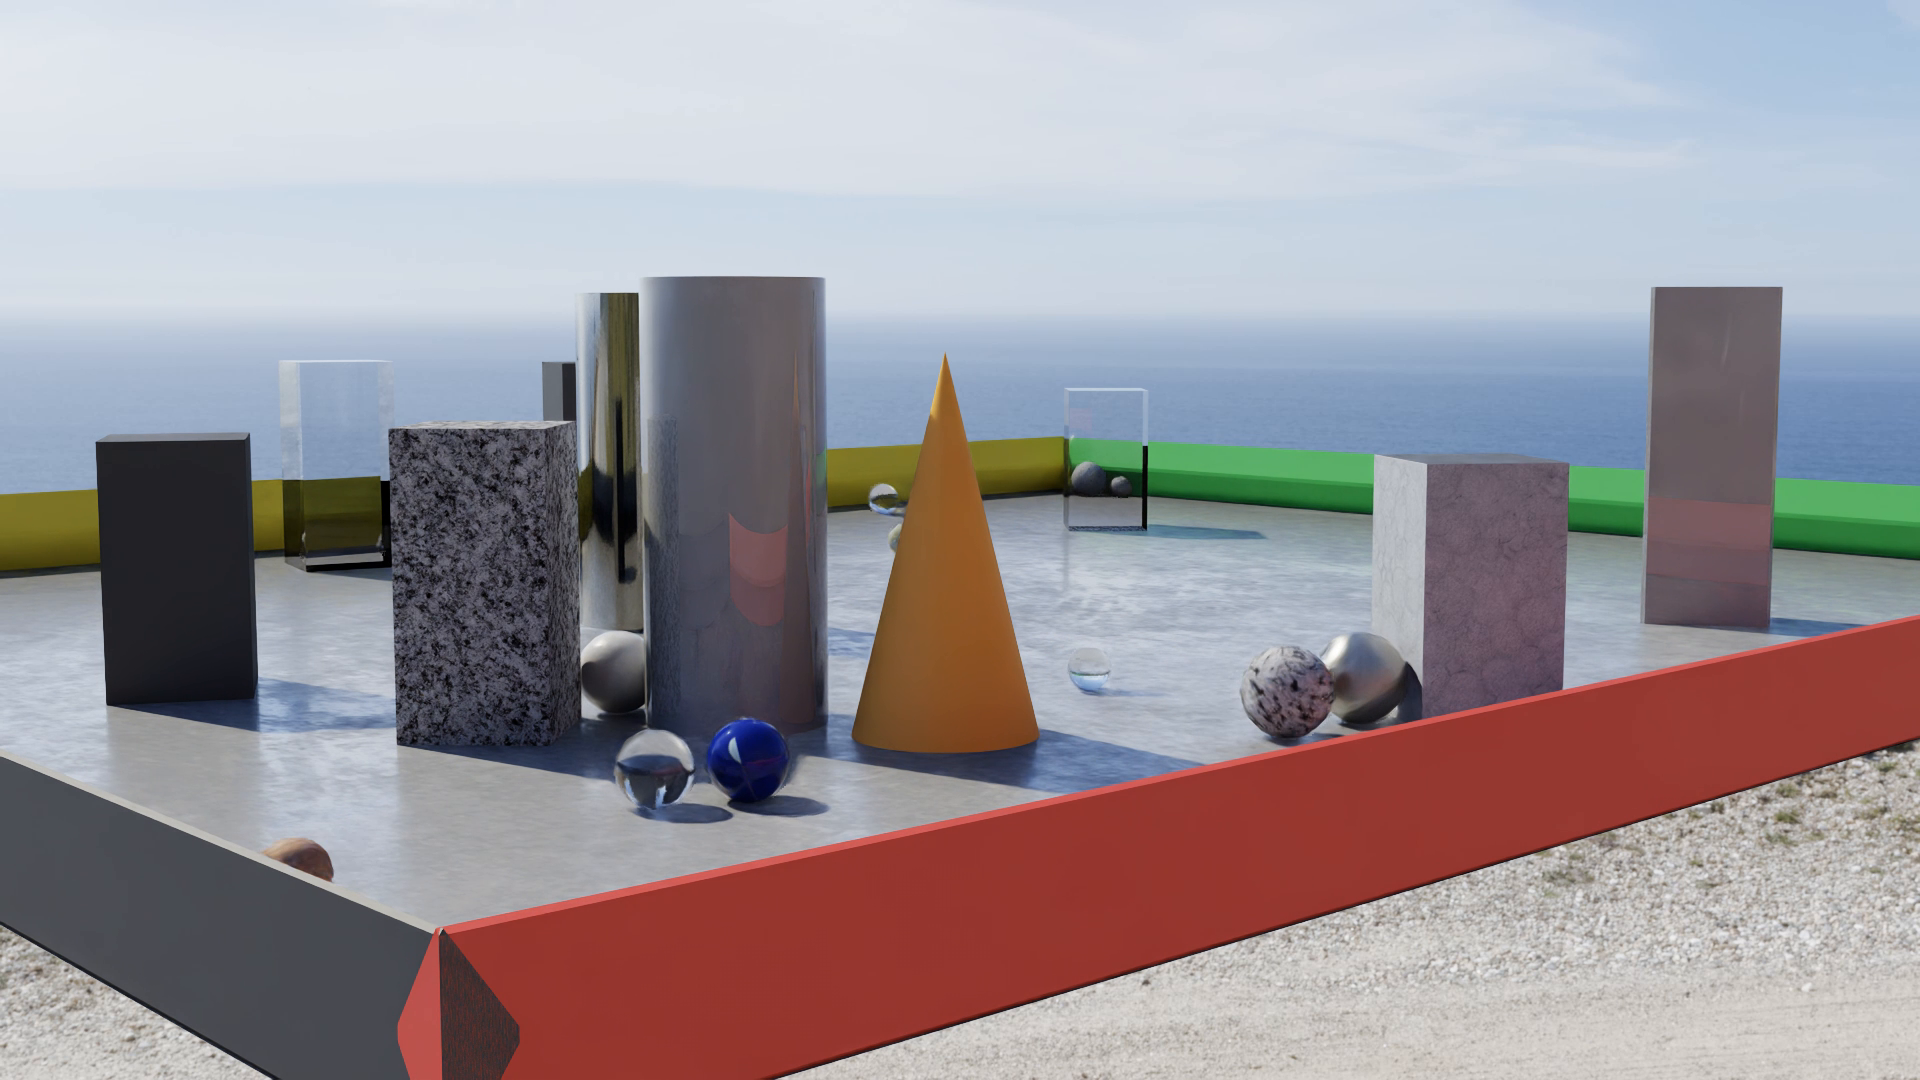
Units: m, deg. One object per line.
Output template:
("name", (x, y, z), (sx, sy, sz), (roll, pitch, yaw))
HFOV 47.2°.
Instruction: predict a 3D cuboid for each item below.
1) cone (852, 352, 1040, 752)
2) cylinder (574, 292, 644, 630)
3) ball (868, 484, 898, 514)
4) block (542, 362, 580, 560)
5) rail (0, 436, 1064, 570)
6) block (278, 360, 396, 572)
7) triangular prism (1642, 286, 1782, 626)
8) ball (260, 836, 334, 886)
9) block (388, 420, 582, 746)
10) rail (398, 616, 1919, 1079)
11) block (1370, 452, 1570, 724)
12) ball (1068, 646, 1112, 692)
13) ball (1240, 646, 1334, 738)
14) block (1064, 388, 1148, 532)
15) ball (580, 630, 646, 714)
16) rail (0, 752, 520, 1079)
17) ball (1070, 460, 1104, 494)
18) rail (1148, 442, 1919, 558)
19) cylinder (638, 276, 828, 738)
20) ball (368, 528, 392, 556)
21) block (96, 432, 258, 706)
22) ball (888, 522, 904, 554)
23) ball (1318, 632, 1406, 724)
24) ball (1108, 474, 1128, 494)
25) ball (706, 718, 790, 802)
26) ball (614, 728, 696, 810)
("cone", (-0.015, 0.004, 2.300), (0.199, 0.403, 0.199), (0, 6, 0))
("cylinder", (-0.446, -0.117, 3.143), (0.199, 0.470, 0.199), (0, 6, 0))
("ball", (-0.168, -0.090, 4.832), (0.066, 0.066, 0.066), (0, 6, 0))
("block", (-0.664, -0.149, 4.020), (0.159, 0.352, 0.159), (-3, 6, -23))
("rail", (-0.967, -0.075, 4.374), (3.398, 0.129, 0.045), (-5, 8, -42))
("block", (-1.088, -0.134, 3.850), (0.159, 0.358, 0.159), (-3, 7, -29))
("triangular prism", (1.075, -0.124, 3.174), (0.172, 0.478, 0.149), (1, 6, 13))
("ball", (-0.494, 0.248, 1.632), (0.056, 0.056, 0.056), (0, 6, 0))
("block", (-0.498, 0.041, 2.323), (0.159, 0.326, 0.159), (0, 6, 2))
("rail", (0.967, 0.142, 2.289), (3.398, 0.129, 0.045), (-5, 8, -42))
("block", (0.557, 0.052, 2.419), (0.159, 0.284, 0.159), (-1, 6, -9))
("ball", (0.153, 0.152, 2.584), (0.052, 0.052, 0.052), (0, 6, 0))
("ball", (0.342, 0.158, 2.299), (0.097, 0.097, 0.097), (0, 6, 0))
("block", (0.299, -0.168, 4.527), (0.159, 0.284, 0.159), (0, 6, -1))
("ball", (-0.379, 0.146, 2.440), (0.092, 0.092, 0.092), (0, 6, 0))
("rail", (-1.231, 0.151, 2.202), (0.045, 0.129, 2.900), (-5, 8, -42))
("ball", (0.310, -0.154, 5.372), (0.083, 0.083, 0.083), (0, 6, 0))
("rail", (1.231, -0.084, 4.462), (0.045, 0.129, 2.900), (-5, 8, -42))
("cylinder", (-0.242, -0.041, 2.370), (0.199, 0.480, 0.199), (0, 6, 0))
("ball", (-1.057, 0.003, 4.022), (0.050, 0.050, 0.050), (0, 6, 0))
("block", (-0.912, 0.029, 2.573), (0.159, 0.299, 0.159), (-2, 6, -16))
("ball", (-0.097, 0.001, 3.966), (0.065, 0.065, 0.065), (0, 6, 0))
("ball", (0.433, 0.149, 2.382), (0.100, 0.100, 0.100), (0, 6, 0))
("ball", (0.385, -0.134, 5.339), (0.049, 0.049, 0.049), (0, 6, 0))
("ball", (-0.193, 0.200, 2.001), (0.076, 0.076, 0.076), (0, 6, 0))
("ball", (-0.274, 0.205, 1.972), (0.072, 0.072, 0.072), (0, 6, 0))
